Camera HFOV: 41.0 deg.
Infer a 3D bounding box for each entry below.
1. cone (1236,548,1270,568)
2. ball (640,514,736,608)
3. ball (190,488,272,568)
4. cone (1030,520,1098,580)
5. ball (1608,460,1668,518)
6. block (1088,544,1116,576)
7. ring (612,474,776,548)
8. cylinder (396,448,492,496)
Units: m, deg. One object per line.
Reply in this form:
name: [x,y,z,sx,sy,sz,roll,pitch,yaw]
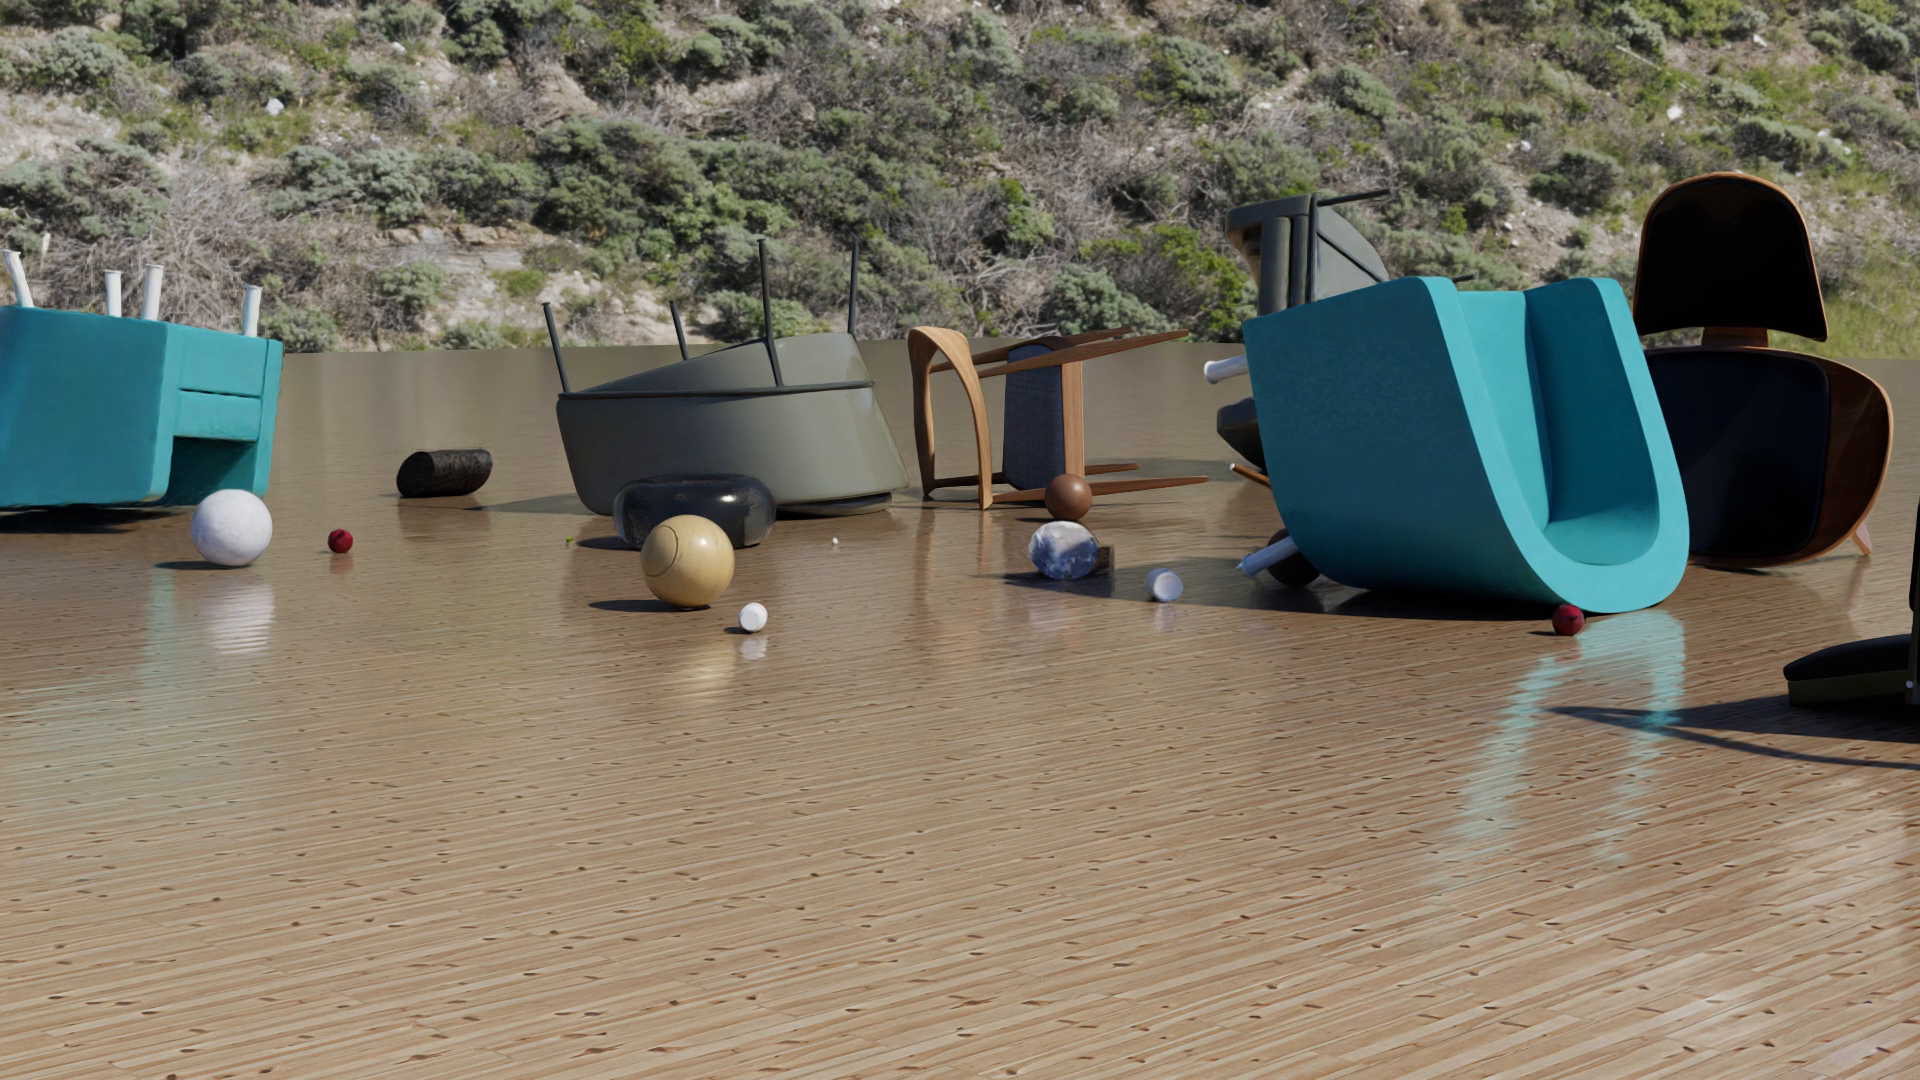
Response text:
cone: [0.653,0.052,5.807,0.074,0.042,0.073,-22,3,-26]
ball: [-0.539,0.043,5.083,0.188,0.188,0.188,0,6,0]
ball: [-1.647,-0.027,5.803,0.179,0.179,0.179,0,6,0]
cone: [0.202,0.045,5.664,0.157,0.133,0.185,1,-14,-15]
ball: [1.844,-0.140,6.985,0.160,0.160,0.160,0,6,0]
block: [0.293,0.042,5.695,0.092,0.063,0.064,1,6,14]
ring: [-0.650,-0.069,6.289,0.402,0.165,0.387,-1,7,6]
cylinder: [-1.548,-0.203,7.698,0.192,0.121,0.255,-5,-11,-39]
